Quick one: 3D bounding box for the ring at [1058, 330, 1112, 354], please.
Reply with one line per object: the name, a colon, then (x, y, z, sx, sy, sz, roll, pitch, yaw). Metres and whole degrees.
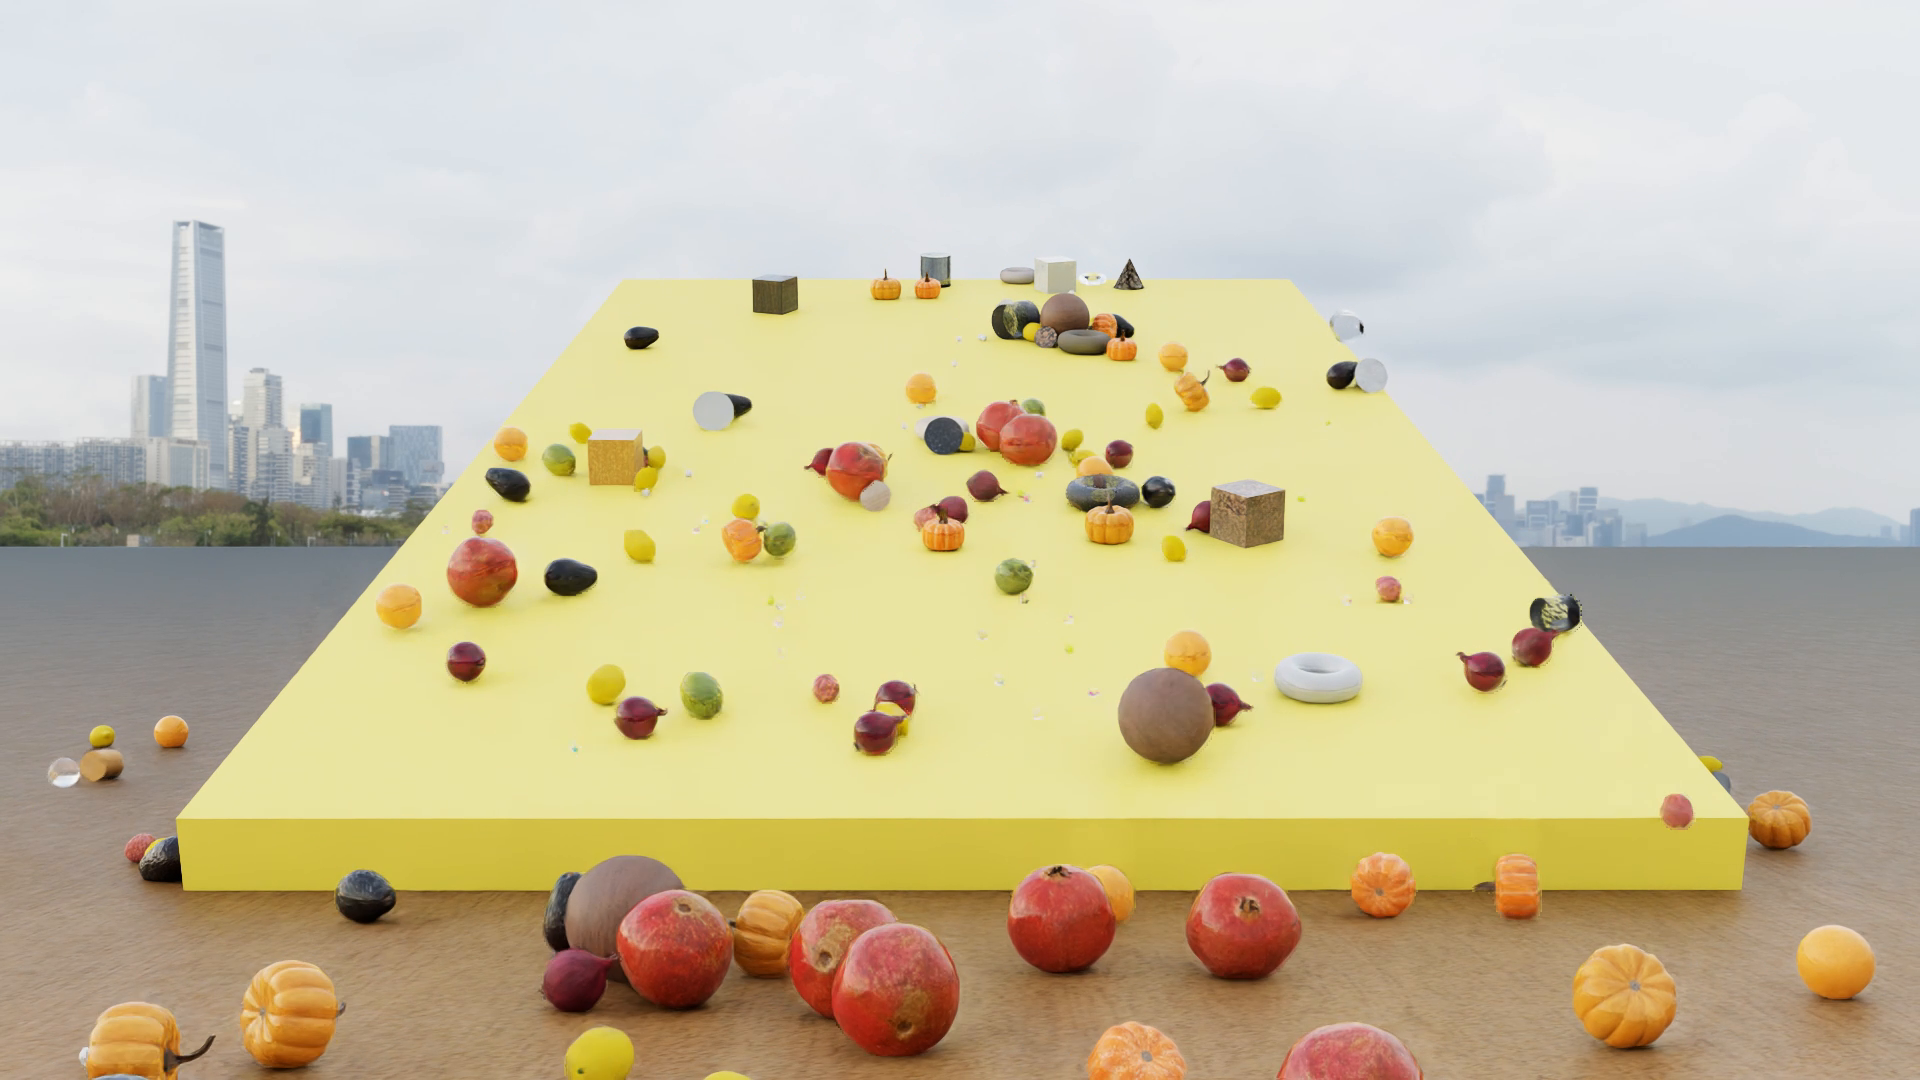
ring: (0.316, -0.503, 5.624, 0.139, 0.046, 0.139, 1, 16, 0)

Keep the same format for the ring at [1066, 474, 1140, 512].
ring: (0.272, -0.088, 4.224, 0.143, 0.048, 0.143, 1, 18, 0)

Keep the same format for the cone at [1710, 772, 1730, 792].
cone: (1.287, 0.436, 3.757, 0.062, 0.062, 0.062, 0, 27, -1)

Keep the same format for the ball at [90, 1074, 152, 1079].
ball: (-0.553, 0.400, 1.448, 0.099, 0.099, 0.099, 0, 0, 0)

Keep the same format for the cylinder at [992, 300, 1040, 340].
cylinder: (0.146, -0.576, 5.792, 0.091, 0.091, 0.091, 0, 12, 44)

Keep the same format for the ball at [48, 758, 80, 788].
ball: (-1.628, 0.423, 4.024, 0.053, 0.053, 0.053, 0, 0, 0)

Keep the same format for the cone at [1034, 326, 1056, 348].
cone: (0.225, -0.513, 5.694, 0.058, 0.058, 0.058, 0, -10, 11)

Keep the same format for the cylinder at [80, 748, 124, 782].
cylinder: (-1.610, 0.422, 4.157, 0.055, 0.055, 0.055, 0, 0, 14)

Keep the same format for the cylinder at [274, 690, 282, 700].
cylinder: (-1.608, 0.408, 5.346, 0.085, 0.085, 0.085, 0, 15, -28)

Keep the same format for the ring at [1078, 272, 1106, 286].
ring: (0.393, -0.775, 6.577, 0.083, 0.028, 0.083, 0, 18, 0)

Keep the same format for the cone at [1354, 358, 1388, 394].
cone: (0.949, -0.376, 5.213, 0.085, 0.085, 0.085, 0, -11, -17)

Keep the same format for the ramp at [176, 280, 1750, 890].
ramp: (-0.002, -0.167, 4.746, 2.000, 0.100, 4.000, 0, 17, 0)

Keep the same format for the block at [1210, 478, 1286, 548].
block: (0.520, -0.048, 4.008, 0.094, 0.094, 0.094, -12, 20, -35)

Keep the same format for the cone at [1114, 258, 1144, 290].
cone: (0.497, -0.786, 6.502, 0.090, 0.090, 0.090, 0, 17, 0)

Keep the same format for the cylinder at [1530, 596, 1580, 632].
cylinder: (0.942, 0.117, 3.509, 0.055, 0.055, 0.055, -4, 1, -23)

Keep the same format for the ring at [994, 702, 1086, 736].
ring: (0.113, 0.255, 3.142, 0.131, 0.044, 0.131, -3, -1, 0)

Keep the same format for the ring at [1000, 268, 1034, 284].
ring: (0.175, -0.788, 6.602, 0.112, 0.037, 0.112, 0, 18, 0)

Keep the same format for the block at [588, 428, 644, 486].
block: (-0.683, -0.165, 4.399, 0.092, 0.092, 0.092, 1, 17, 2)

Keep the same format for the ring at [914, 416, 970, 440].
ring: (-0.039, -0.237, 4.741, 0.118, 0.039, 0.118, 1, 17, 0)

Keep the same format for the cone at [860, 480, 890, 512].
cone: (-0.152, -0.077, 4.219, 0.061, 0.061, 0.061, 0, -11, 15)

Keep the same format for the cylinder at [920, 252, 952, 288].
cylinder: (-0.072, -0.796, 6.531, 0.091, 0.091, 0.091, 0, 17, 0)

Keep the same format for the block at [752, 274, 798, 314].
block: (-0.512, -0.681, 6.140, 0.093, 0.093, 0.093, 7, 18, 23)

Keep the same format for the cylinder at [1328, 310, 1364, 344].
cylinder: (1.002, -0.554, 5.747, 0.077, 0.077, 0.077, 0, 17, 0)

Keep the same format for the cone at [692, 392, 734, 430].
cone: (-0.543, -0.272, 4.855, 0.090, 0.090, 0.090, 0, -10, -9)

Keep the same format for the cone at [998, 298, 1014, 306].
cone: (0.136, -0.627, 6.078, 0.057, 0.057, 0.057, 0, -11, 21)

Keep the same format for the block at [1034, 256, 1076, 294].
block: (0.278, -0.772, 6.453, 0.092, 0.092, 0.092, -7, 18, -22)
